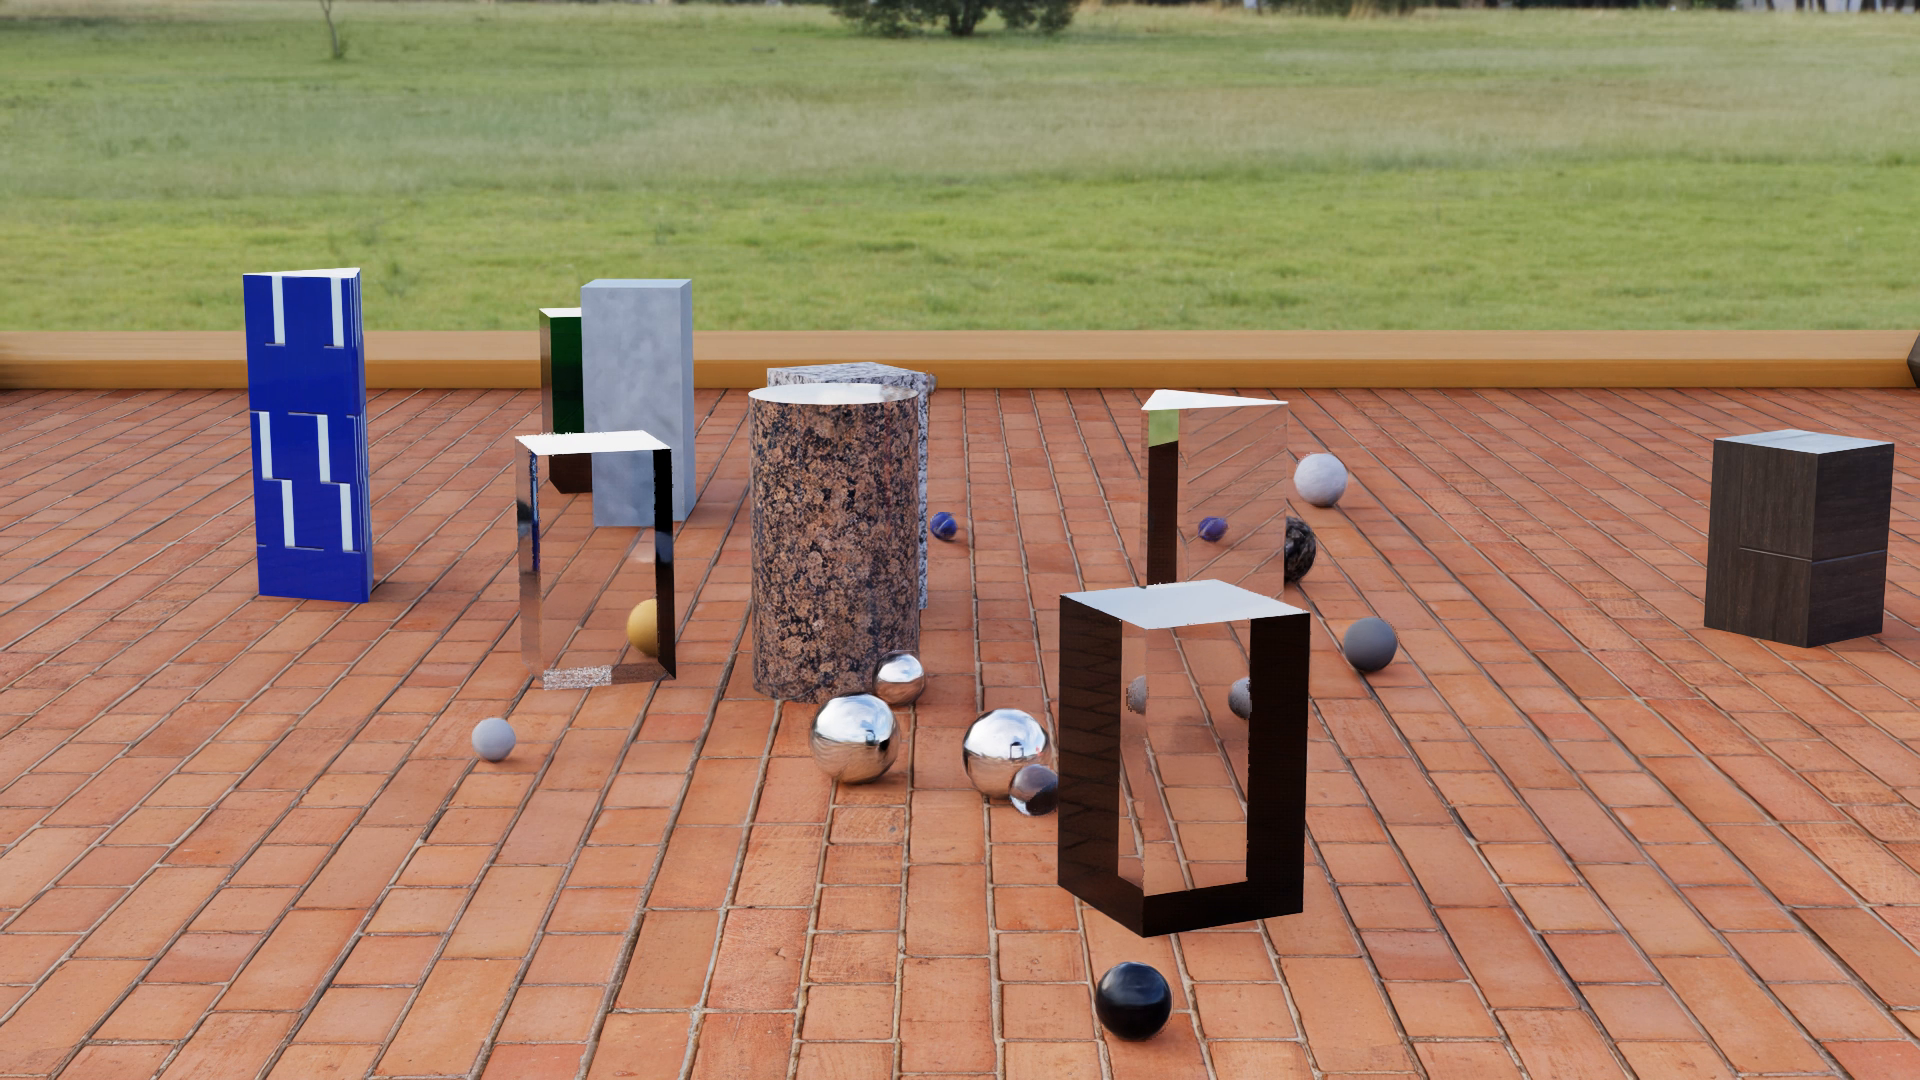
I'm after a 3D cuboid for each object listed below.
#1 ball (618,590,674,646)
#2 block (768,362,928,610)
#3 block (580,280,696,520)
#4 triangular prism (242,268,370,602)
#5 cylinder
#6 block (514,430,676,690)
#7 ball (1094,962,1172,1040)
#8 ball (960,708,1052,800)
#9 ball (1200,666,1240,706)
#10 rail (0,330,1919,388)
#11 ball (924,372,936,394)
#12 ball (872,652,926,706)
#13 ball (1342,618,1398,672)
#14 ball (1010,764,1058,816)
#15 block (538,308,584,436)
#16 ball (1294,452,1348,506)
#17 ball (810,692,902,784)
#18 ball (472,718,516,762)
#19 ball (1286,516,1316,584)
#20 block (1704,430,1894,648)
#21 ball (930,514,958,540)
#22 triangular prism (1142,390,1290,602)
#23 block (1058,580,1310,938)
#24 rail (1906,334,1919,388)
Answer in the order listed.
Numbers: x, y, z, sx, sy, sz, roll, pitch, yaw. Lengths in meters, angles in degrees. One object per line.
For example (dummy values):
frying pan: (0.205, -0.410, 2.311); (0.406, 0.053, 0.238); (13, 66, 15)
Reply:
ball: (-0.398, 0.099, 3.260); (0.071, 0.071, 0.071); (0, 10, 0)
block: (-0.153, -0.070, 3.485); (0.159, 0.321, 0.159); (-6, 12, -30)
block: (-0.524, -0.231, 4.202); (0.159, 0.378, 0.159); (0, 10, 1)
triangular prism: (-0.872, -0.151, 3.578); (0.172, 0.446, 0.149); (4, 11, 19)
cylinder: (-0.147, 0.000, 3.028); (0.199, 0.349, 0.199); (0, 10, 0)
block: (-0.442, 0.021, 3.104); (0.159, 0.281, 0.159); (-4, 11, -19)
ball: (0.131, 0.349, 1.942); (0.059, 0.059, 0.059); (0, 10, 0)
ball: (0.046, 0.214, 2.577); (0.092, 0.092, 0.092); (0, 10, 0)
ball: (0.299, 0.168, 2.950); (0.047, 0.047, 0.047); (0, 10, 0)
rail: (-0.014, -0.409, 5.838); (4.422, 0.129, 0.045); (0, 10, 0)
ball: (-0.078, -0.350, 5.741); (0.050, 0.050, 0.050); (0, 10, 0)
ball: (-0.070, 0.161, 2.952); (0.061, 0.061, 0.061); (0, 10, 0)
ball: (0.498, 0.128, 3.118); (0.066, 0.066, 0.066); (0, 10, 0)
ball: (0.074, 0.246, 2.518); (0.051, 0.051, 0.051); (0, 10, 0)
block: (-0.651, -0.254, 4.539); (0.159, 0.300, 0.159); (-3, 11, -16)
ball: (0.604, -0.101, 4.290); (0.089, 0.089, 0.089); (0, 10, 0)
ball: (-0.107, 0.203, 2.634); (0.094, 0.094, 0.094); (0, 10, 0)
ball: (-0.495, 0.211, 2.719); (0.046, 0.046, 0.046); (0, 10, 0)
ball: (0.455, 0.014, 3.642); (0.099, 0.099, 0.099); (0, 10, 0)
block: (1.089, -0.005, 3.332); (0.159, 0.249, 0.159); (-7, 13, -35)
ball: (-0.025, -0.020, 3.982); (0.041, 0.041, 0.041); (0, 10, 0)
triangular prism: (0.252, 0.022, 2.865); (0.172, 0.365, 0.149); (-4, 11, -20)
block: (0.193, 0.186, 2.248); (0.159, 0.267, 0.159); (-5, 12, -24)
rail: (2.187, 0.031, 3.461); (0.045, 0.129, 4.906); (0, 10, 0)
